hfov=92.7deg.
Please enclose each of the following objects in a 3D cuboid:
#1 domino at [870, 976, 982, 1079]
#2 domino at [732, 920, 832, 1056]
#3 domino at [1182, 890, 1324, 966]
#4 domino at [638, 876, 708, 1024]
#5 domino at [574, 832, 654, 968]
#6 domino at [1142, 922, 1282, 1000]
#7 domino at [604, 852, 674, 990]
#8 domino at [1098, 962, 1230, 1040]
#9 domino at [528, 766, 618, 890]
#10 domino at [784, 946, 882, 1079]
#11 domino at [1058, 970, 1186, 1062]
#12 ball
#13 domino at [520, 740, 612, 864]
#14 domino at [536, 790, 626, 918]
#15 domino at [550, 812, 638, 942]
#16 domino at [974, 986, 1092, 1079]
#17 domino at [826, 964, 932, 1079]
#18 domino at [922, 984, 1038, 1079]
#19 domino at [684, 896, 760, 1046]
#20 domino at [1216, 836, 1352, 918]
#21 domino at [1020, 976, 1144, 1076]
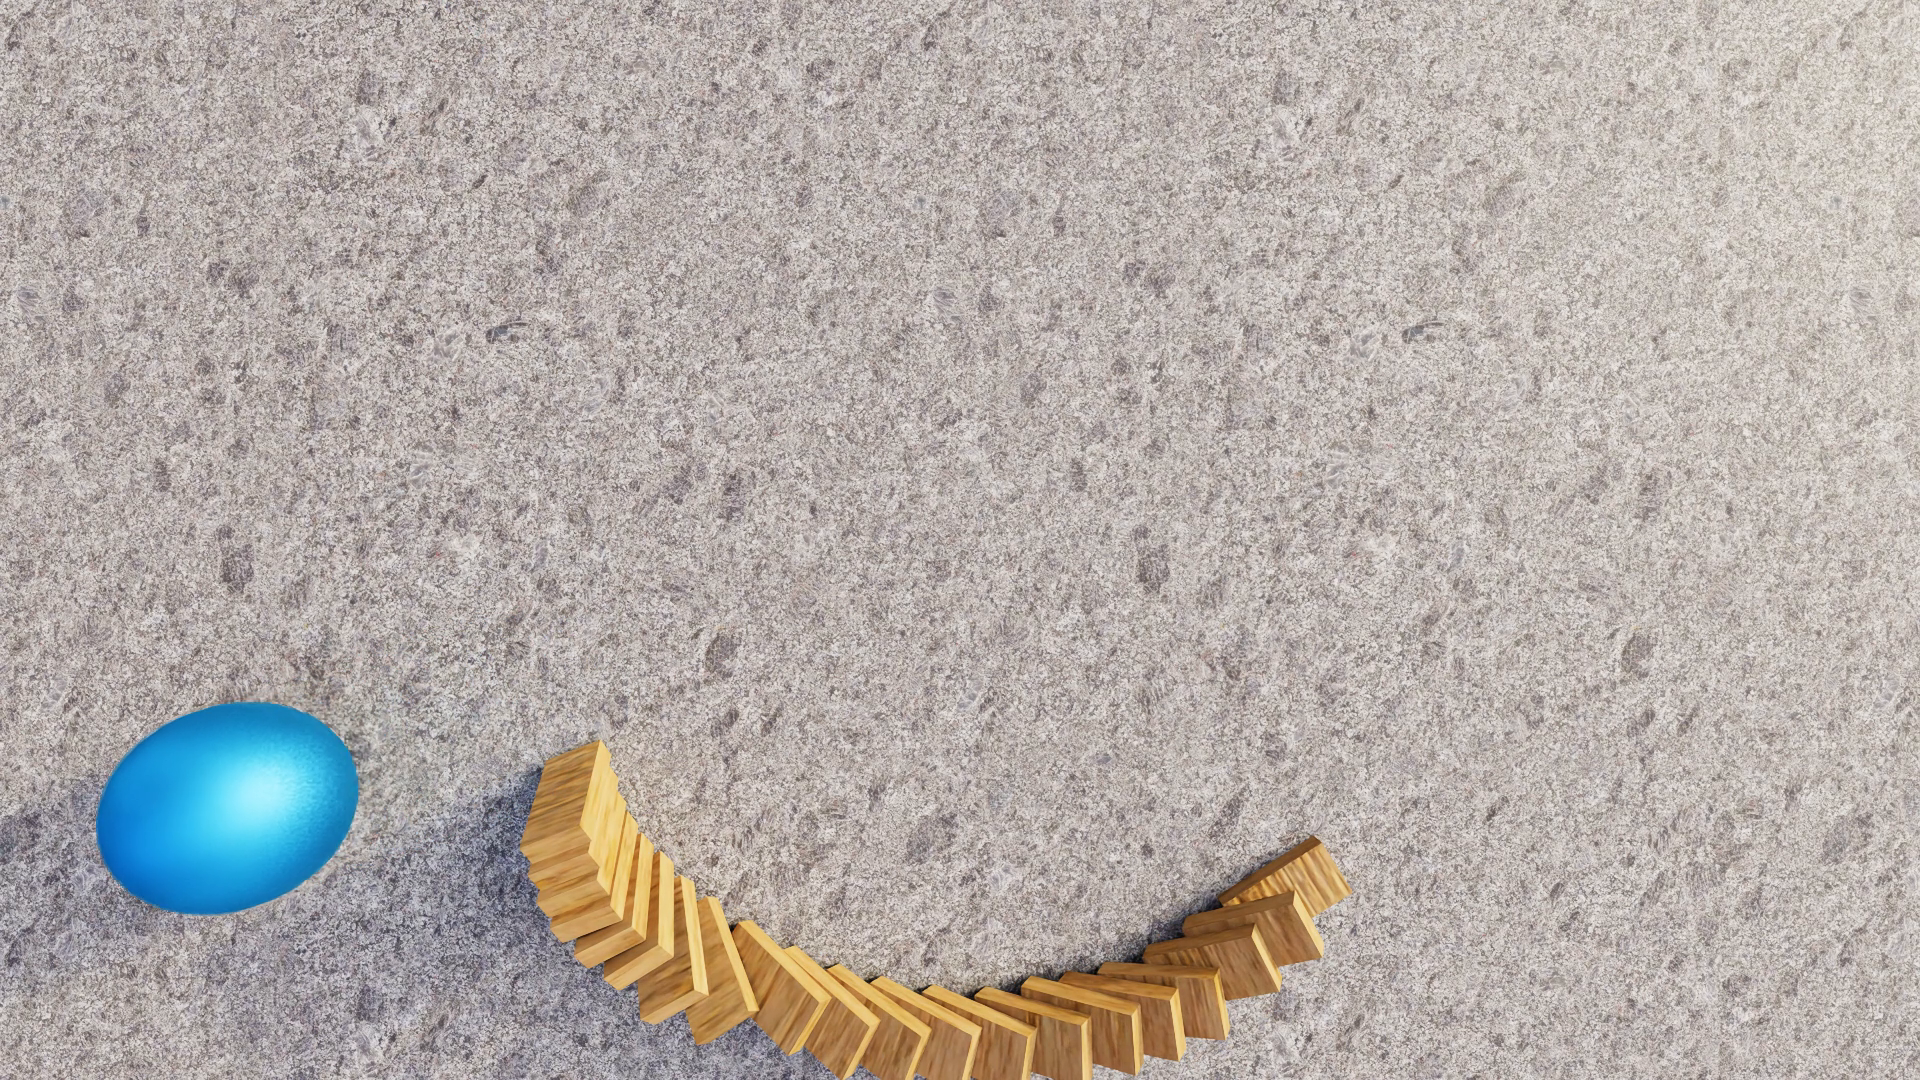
[{"bbox_3d":[-0.017,0.207,0.384,0.050,0.009,0.025,14,90,27],"label":"domino"},{"bbox_3d":[-0.080,0.187,0.385,0.050,0.009,0.025,31,90,27],"label":"domino"},{"bbox_3d":[0.122,0.166,0.383,0.050,0.009,0.025,-28,92,29],"label":"domino"},{"bbox_3d":[-0.120,0.168,0.378,0.025,0.009,0.050,-30,46,3],"label":"domino"},{"bbox_3d":[-0.141,0.147,0.376,0.025,0.050,0.010,-27,120,0],"label":"domino"},{"bbox_3d":[0.105,0.179,0.384,0.050,0.009,0.025,-27,90,29],"label":"domino"},{"bbox_3d":[-0.131,0.155,0.376,0.025,0.050,0.009,-32,120,0],"label":"domino"},{"bbox_3d":[0.085,0.193,0.384,0.050,0.010,0.025,-11,90,28],"label":"domino"},{"bbox_3d":[-0.158,0.117,0.376,0.025,0.050,0.009,-21,120,0],"label":"domino"},{"bbox_3d":[-0.060,0.197,0.384,0.050,0.009,0.025,28,92,27],"label":"domino"},{"bbox_3d":[0.067,0.198,0.382,0.050,0.009,0.025,-7,92,33],"label":"domino"},{"bbox_3d":[-0.284,0.104,0.360,0.080,0.080,0.080,0,90,0],"label":"ball"},{"bbox_3d":[-0.161,0.106,0.376,0.025,0.050,0.009,-21,120,0],"label":"domino"},{"bbox_3d":[-0.154,0.127,0.376,0.025,0.050,0.009,-21,120,0],"label":"domino"},{"bbox_3d":[-0.149,0.137,0.376,0.025,0.050,0.010,-21,120,0],"label":"domino"},{"bbox_3d":[0.030,0.207,0.383,0.050,0.009,0.025,-2,90,32],"label":"domino"},{"bbox_3d":[-0.038,0.204,0.384,0.050,0.010,0.025,21,92,27],"label":"domino"},{"bbox_3d":[0.006,0.209,0.384,0.050,0.009,0.025,8,90,29],"label":"domino"},{"bbox_3d":[-0.106,0.179,0.383,0.025,0.009,0.050,-33,60,0],"label":"domino"},{"bbox_3d":[0.140,0.153,0.395,0.050,0.009,0.025,-32,90,0],"label":"domino"},{"bbox_3d":[0.051,0.201,0.382,0.050,0.009,0.025,-2,95,32],"label":"domino"}]
